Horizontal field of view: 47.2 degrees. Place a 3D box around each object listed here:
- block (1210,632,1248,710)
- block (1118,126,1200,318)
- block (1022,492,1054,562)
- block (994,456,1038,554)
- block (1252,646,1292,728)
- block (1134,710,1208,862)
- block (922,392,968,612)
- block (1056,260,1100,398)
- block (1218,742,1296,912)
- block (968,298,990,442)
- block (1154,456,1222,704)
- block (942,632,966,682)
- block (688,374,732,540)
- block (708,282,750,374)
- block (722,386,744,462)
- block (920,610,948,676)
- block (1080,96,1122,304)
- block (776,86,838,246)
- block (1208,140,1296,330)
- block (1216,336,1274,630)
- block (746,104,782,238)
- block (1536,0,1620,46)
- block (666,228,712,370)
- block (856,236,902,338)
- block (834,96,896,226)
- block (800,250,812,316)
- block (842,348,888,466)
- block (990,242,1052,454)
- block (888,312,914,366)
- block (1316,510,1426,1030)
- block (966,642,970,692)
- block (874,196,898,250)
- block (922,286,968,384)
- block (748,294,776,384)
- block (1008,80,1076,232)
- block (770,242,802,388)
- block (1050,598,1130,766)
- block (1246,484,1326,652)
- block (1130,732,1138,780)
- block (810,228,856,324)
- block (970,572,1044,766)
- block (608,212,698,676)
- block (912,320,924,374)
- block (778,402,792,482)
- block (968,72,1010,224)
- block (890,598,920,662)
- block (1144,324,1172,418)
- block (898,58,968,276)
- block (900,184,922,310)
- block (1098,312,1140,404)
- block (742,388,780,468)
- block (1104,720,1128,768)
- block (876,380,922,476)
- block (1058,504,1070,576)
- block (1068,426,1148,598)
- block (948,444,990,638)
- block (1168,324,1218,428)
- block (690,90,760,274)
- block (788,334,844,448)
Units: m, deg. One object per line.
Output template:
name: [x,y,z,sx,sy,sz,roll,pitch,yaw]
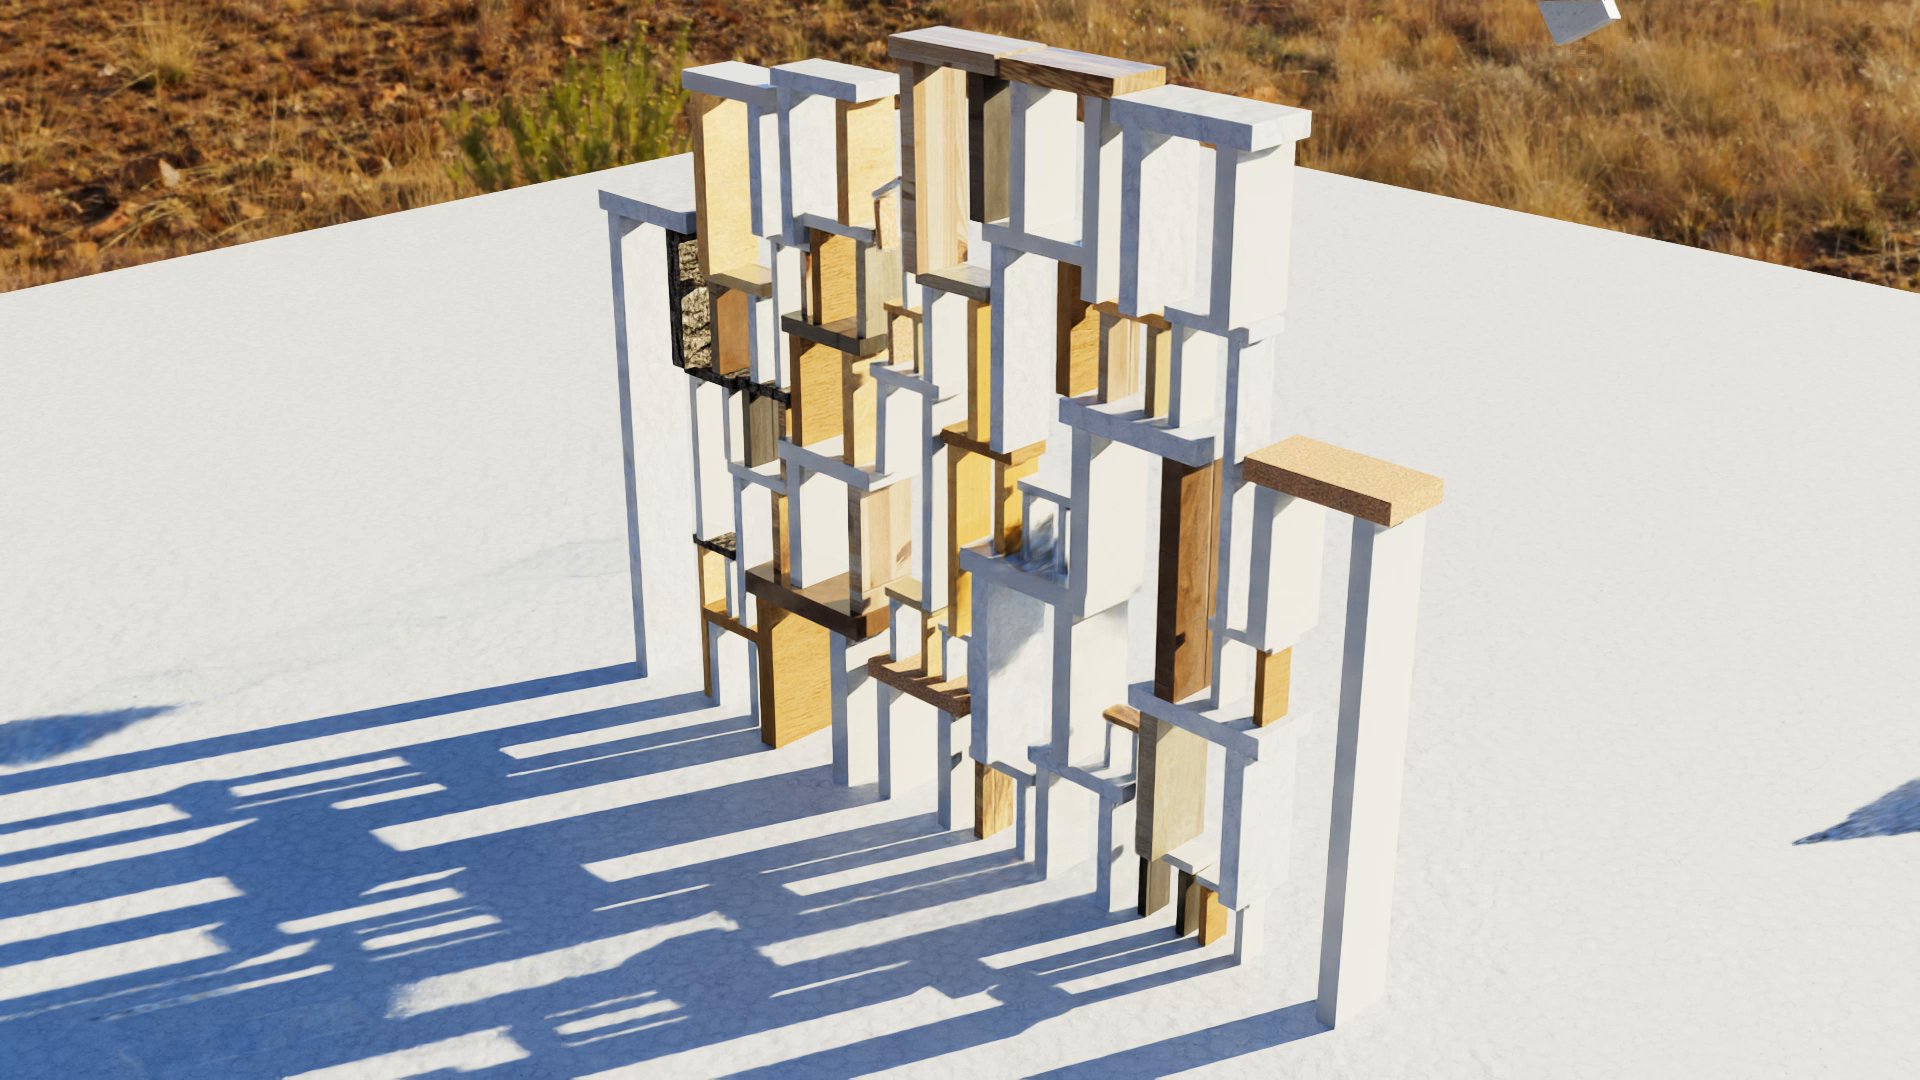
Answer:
block: [0.466,0.215,3.809,0.071,0.142,0.020,-21,31,-40]
block: [0.329,-0.538,3.634,0.146,0.313,0.041,-21,31,-40]
block: [0.144,-0.034,4.054,0.019,0.134,0.067,21,31,40]
block: [0.105,-0.072,4.083,0.026,0.182,0.091,21,31,40]
block: [0.532,0.242,3.747,0.071,0.142,0.020,-21,31,-40]
block: [0.385,0.422,3.986,0.147,0.293,0.042,-21,31,-40]
block: [-0.029,-0.079,4.219,0.095,0.442,0.027,-21,32,-40]
block: [0.221,-0.378,3.822,0.120,0.239,0.034,-21,31,-40]
block: [0.522,0.484,3.862,0.147,0.311,0.042,-21,31,-40]
block: [0.055,-0.321,4.027,0.026,0.268,0.092,21,31,41]
block: [0.410,0.051,3.803,0.156,0.449,0.044,-21,31,-40]
block: [-0.012,0.222,4.336,0.053,0.106,0.015,-21,31,-40]
block: [-0.534,-0.184,4.721,0.023,0.375,0.081,21,31,41]
block: [-0.473,-0.448,4.555,0.026,0.196,0.093,21,31,41]
block: [-0.459,-0.253,4.609,0.023,0.161,0.081,21,31,41]
block: [-0.046,0.197,4.358,0.068,0.136,0.019,-21,31,-41]
block: [0.263,-0.580,3.690,0.128,0.347,0.036,-21,31,-40]
block: [-0.291,-0.726,4.223,0.033,0.302,0.118,21,31,40]
block: [0.465,-0.493,3.501,0.146,0.292,0.041,-21,31,-40]
block: [0.474,-0.099,3.663,0.090,0.510,0.025,-21,31,-40]
block: [-0.350,-0.731,4.290,0.129,0.258,0.037,-21,31,-40]
block: [1.588,-1.376,5.660,0.149,0.149,0.149,-23,0,30]
block: [-0.536,-0.517,4.591,0.042,0.294,0.147,21,31,41]
block: [-0.154,-0.487,4.189,0.027,0.189,0.094,21,31,40]
block: [-0.176,-0.714,4.112,0.118,0.236,0.033,-21,31,-40]
block: [-0.283,-0.512,4.321,0.066,0.131,0.019,-21,31,-40]
block: [-0.176,-0.269,4.296,0.033,0.230,0.115,21,31,41]
block: [0.108,-0.354,3.954,0.120,0.387,0.034,-21,31,-40]
block: [-0.113,-0.389,4.182,0.052,0.104,0.015,-21,30,-40]
block: [0.680,0.382,3.654,0.041,0.943,0.144,21,31,41]
block: [0.038,0.241,4.290,0.053,0.106,0.015,-21,31,-40]
block: [-0.138,-0.591,4.099,0.013,0.094,0.047,10,23,37]
block: [-0.027,-0.392,4.086,0.092,0.184,0.026,-21,30,-40]
block: [-0.385,-0.419,4.472,0.026,0.185,0.093,21,31,40]
block: [0.143,-0.668,3.783,0.036,0.257,0.128,21,31,40]
block: [-0.344,-0.457,4.412,0.019,0.303,0.066,21,31,40]
block: [0.241,0.248,4.076,0.044,0.314,0.157,21,31,40]
block: [0.543,0.027,3.650,0.144,0.287,0.041,-21,31,-40]
block: [0.335,0.388,4.026,0.014,0.097,0.049,21,31,41]
block: [-0.244,-0.522,4.270,0.095,0.189,0.027,-21,31,-41]
block: [0.092,0.226,4.227,0.157,0.391,0.044,-21,31,-40]
block: [-0.675,-0.210,4.872,0.042,1.080,0.147,21,31,41]
block: [-0.064,-0.370,4.136,0.052,0.104,0.015,-21,30,-40]
block: [-0.330,-0.211,4.499,0.024,0.170,0.085,21,31,40]
block: [0.074,-0.694,3.840,0.130,0.259,0.037,-22,30,-40]
block: [-0.110,0.171,4.417,0.019,0.136,0.068,21,31,41]
block: [0.349,-0.294,3.723,0.080,0.160,0.023,-21,31,-40]
block: [-0.047,-0.683,3.976,0.130,0.387,0.037,-21,30,-41]
block: [-0.088,-0.547,4.079,0.013,0.235,0.047,20,31,40]
block: [0.274,-0.324,3.794,0.080,0.160,0.023,-21,31,-40]
block: [-0.411,-0.242,4.573,0.024,0.170,0.085,21,31,41]
block: [0.289,0.370,4.068,0.014,0.097,0.049,21,31,41]
block: [-0.119,-0.229,4.254,0.095,0.191,0.027,-21,33,-41]
block: [0.207,-0.009,3.996,0.019,0.134,0.067,21,31,40]
block: [0.265,-0.070,3.911,0.044,0.311,0.156,21,31,40]
block: [0.017,-0.009,4.202,0.091,0.392,0.026,-22,31,-40]
block: [0.390,-0.285,3.677,0.090,0.179,0.025,-21,31,-40]
block: [-0.472,-0.727,4.423,0.129,0.368,0.037,-21,31,-40]
block: [-0.285,-0.312,4.396,0.033,0.230,0.115,21,31,41]
